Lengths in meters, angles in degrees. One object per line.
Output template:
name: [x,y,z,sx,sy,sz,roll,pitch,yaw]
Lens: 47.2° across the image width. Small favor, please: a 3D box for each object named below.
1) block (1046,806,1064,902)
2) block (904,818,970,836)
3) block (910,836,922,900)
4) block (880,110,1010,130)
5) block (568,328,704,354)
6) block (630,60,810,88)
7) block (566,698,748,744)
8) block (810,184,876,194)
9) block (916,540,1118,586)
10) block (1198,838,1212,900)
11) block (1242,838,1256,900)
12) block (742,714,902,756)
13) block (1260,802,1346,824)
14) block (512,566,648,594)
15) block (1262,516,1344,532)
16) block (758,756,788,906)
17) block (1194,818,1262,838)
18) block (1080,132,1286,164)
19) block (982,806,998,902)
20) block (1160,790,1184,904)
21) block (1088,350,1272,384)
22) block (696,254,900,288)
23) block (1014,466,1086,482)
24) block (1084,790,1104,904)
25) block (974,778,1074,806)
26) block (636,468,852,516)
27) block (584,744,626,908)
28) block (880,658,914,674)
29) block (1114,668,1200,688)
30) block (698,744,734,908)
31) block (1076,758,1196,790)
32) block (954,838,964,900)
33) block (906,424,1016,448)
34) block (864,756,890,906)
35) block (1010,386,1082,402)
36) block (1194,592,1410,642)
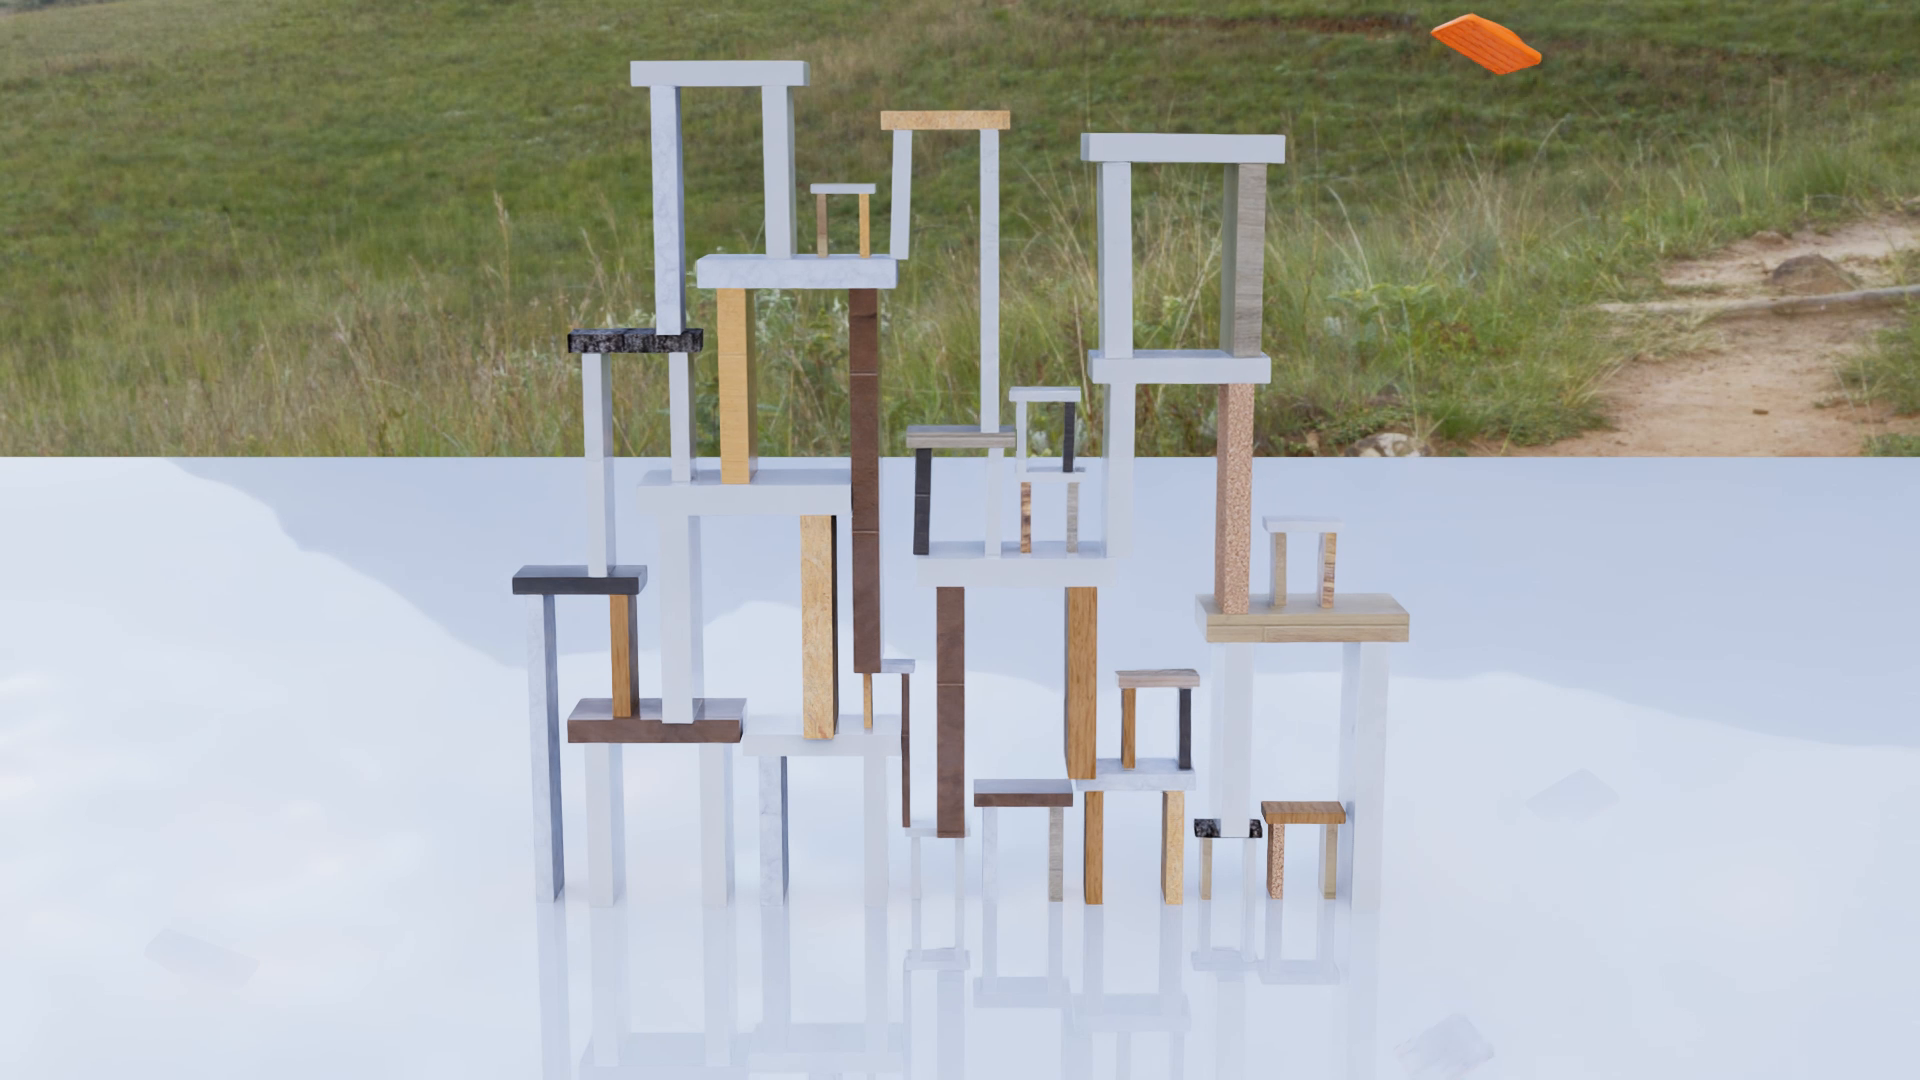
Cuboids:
block: [0.158,0.510,3.655,0.023,0.163,0.081,0,11,0]
block: [-0.037,0.476,3.647,0.108,0.015,0.054,0,11,0]
block: [-0.073,0.537,3.658,0.015,0.108,0.054,0,11,0]
block: [-0.022,-0.654,3.426,0.198,0.028,0.099,0,11,0]
block: [-0.514,-0.317,3.496,0.205,0.029,0.103,0,11,-3]
block: [-0.370,-0.725,3.424,0.264,0.037,0.132,0,11,1]
block: [-0.495,0.296,3.619,0.278,0.039,0.139,0,11,0]
block: [-0.183,-0.552,3.453,0.100,0.014,0.050,0,11,0]
block: [0.090,0.038,3.564,0.318,0.045,0.159,0,11,0]
block: [0.408,0.537,3.655,0.015,0.109,0.054,0,11,0]
block: [0.480,0.537,3.655,0.015,0.109,0.054,0,11,0]
block: [-0.223,0.321,3.621,0.256,0.036,0.128,0,11,0]
block: [0.569,0.452,3.648,0.131,0.018,0.065,0,11,0]
block: [-0.616,0.064,3.572,0.203,0.029,0.101,0,11,0]
block: [0.554,-0.026,3.554,0.123,0.017,0.062,0,10,0]
block: [-0.309,0.464,3.647,0.036,0.256,0.128,0,11,0]
block: [0.443,0.477,3.638,0.109,0.015,0.054,0,11,2]
block: [0.345,-0.614,3.442,0.301,0.043,0.150,0,11,-2]
block: [0.050,0.510,3.655,0.023,0.163,0.081,0,11,0]
block: [0.352,0.495,3.647,0.028,0.194,0.097,0,11,0]
block: [0.346,-0.277,3.502,0.278,0.039,0.139,0,11,0]
block: [-0.253,-0.426,3.478,0.308,0.044,0.154,0,11,0]
block: [0.146,-0.105,3.534,0.115,0.016,0.058,0,11,2]
block: [0.221,0.495,3.647,0.028,0.194,0.097,0,11,1]
block: [0.104,0.418,3.638,0.163,0.023,0.081,0,11,0]
block: [-0.341,-0.078,3.541,0.338,0.048,0.169,0,11,0]
block: [-0.588,0.452,3.648,0.039,0.278,0.139,0,11,0]
block: [-0.121,0.206,3.595,0.093,0.013,0.046,0,11,0]
block: [0.323,0.227,3.609,0.133,0.019,0.067,-1,6,-2]
block: [-0.402,0.452,3.648,0.039,0.278,0.139,0,11,0]
block: [0.287,0.386,3.625,0.194,0.028,0.097,0,11,1]
block: [-0.001,0.537,3.658,0.015,0.108,0.054,0,11,0]
block: [0.001,-0.166,3.521,0.173,0.024,0.086,0,11,-1]
block: [-0.138,0.464,3.647,0.036,0.256,0.128,0,11,0]
block: [0.137,-0.233,3.508,0.113,0.016,0.057,1,12,4]
block: [0.554,0.126,3.586,0.324,0.046,0.162,0,11,-1]
